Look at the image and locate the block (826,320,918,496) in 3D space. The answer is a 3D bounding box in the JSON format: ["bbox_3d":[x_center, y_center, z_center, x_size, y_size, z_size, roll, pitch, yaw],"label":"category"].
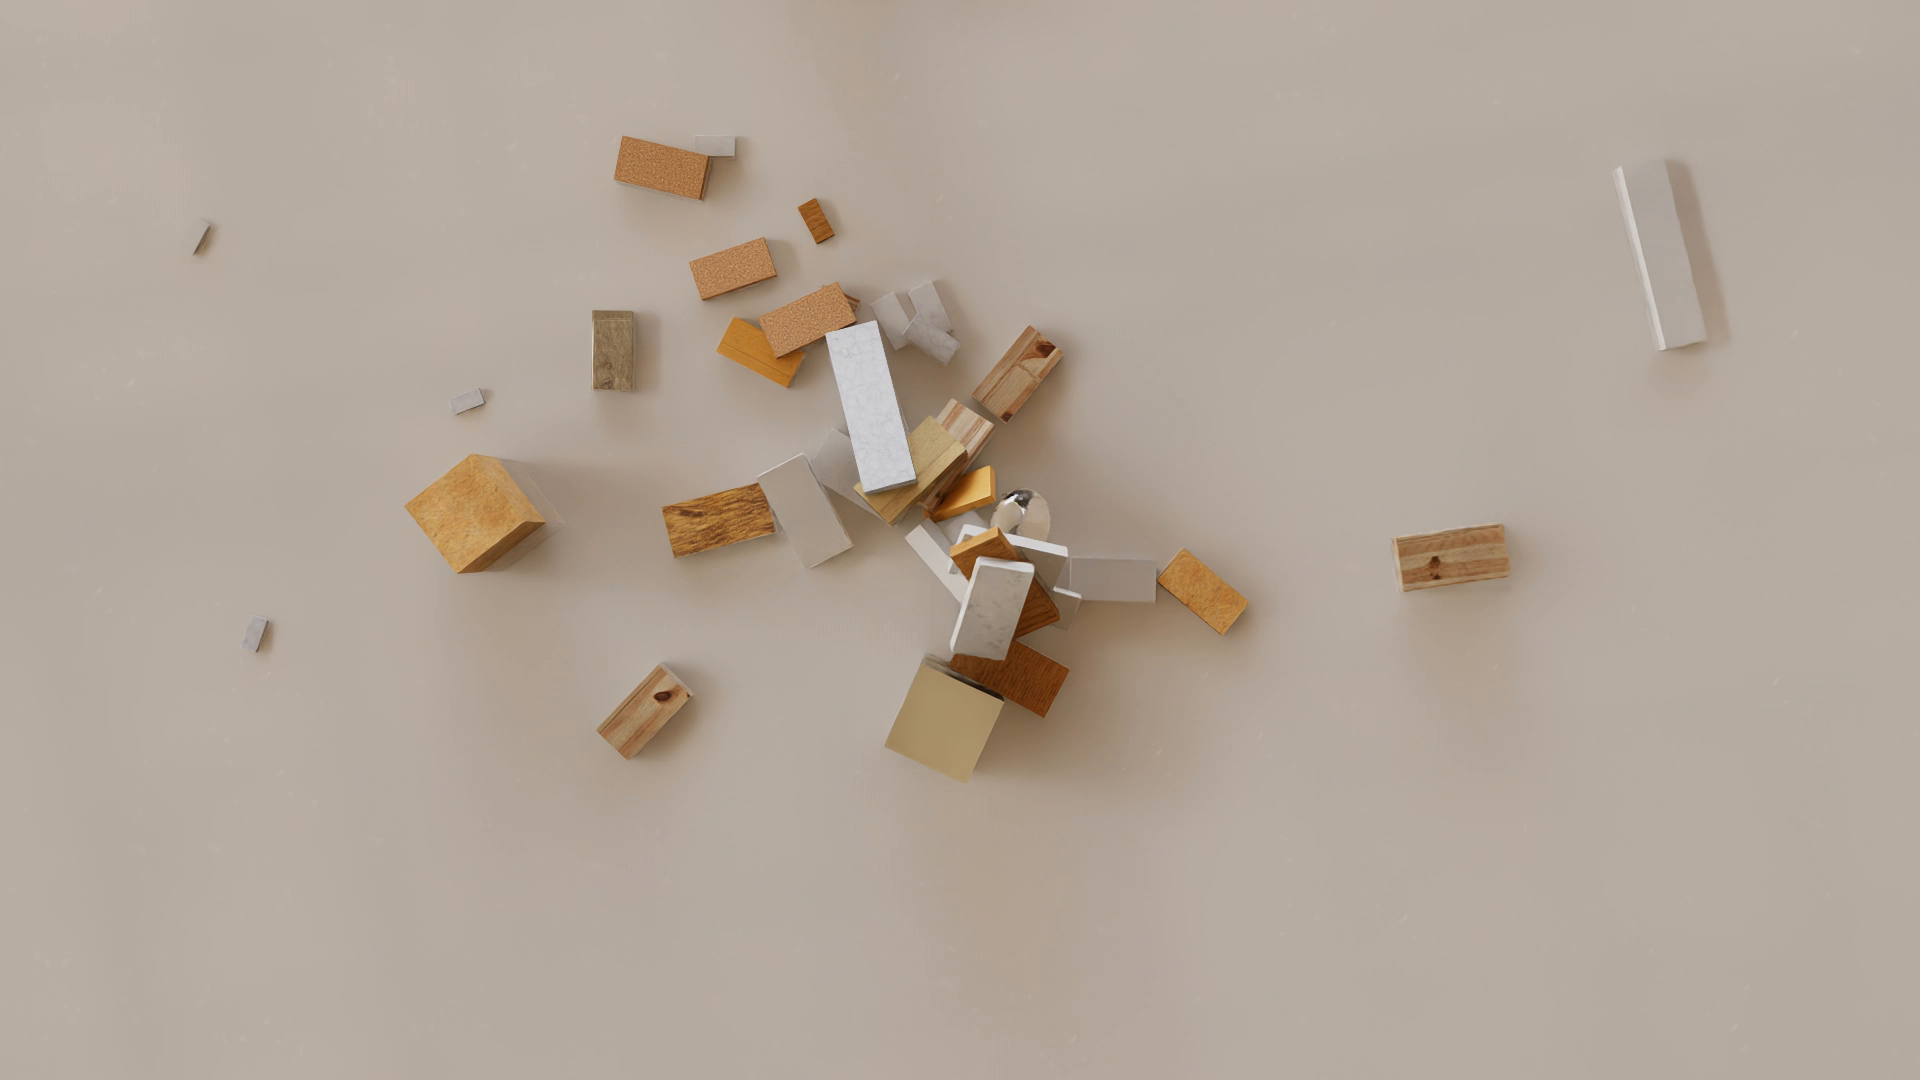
[{"bbox_3d":[-0.290,-0.432,5.370,0.174,0.049,0.559,-15,76,1],"label":"block"}]

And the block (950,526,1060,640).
[{"bbox_3d":[0.147,0.142,5.308,0.172,0.049,0.416,-25,126,18],"label":"block"}]

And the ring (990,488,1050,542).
[{"bbox_3d":[0.196,-0.039,5.393,0.088,0.265,0.265,16,90,37],"label":"ring"}]

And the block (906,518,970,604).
[{"bbox_3d":[-0.046,0.072,5.424,0.042,0.149,0.299,-40,90,-28],"label":"block"}]

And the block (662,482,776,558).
[{"bbox_3d":[-0.799,-0.067,5.476,0.344,0.049,0.172,-14,90,0],"label":"block"}]

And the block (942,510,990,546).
[{"bbox_3d":[0.030,-0.019,5.436,0.128,0.128,0.128,-39,90,0],"label":"block"}]

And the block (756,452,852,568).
[{"bbox_3d":[-0.513,-0.096,5.442,0.172,0.049,0.344,-27,99,4],"label":"block"}]

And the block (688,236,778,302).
[{"bbox_3d":[-0.754,-0.900,5.481,0.262,0.037,0.131,-19,90,0],"label":"block"}]

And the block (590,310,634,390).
[{"bbox_3d":[-1.155,-0.630,5.481,0.131,0.037,0.262,1,90,0],"label":"block"}]

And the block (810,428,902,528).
[{"bbox_3d":[-0.317,-0.206,5.475,0.350,0.050,0.175,31,90,0],"label":"block"}]

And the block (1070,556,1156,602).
[{"bbox_3d":[0.508,0.131,5.480,0.283,0.040,0.141,2,90,0],"label":"block"}]

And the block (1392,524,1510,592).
[{"bbox_3d":[1.631,0.058,5.475,0.356,0.050,0.178,-8,90,0],"label":"block"}]

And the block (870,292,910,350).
[{"bbox_3d":[-0.219,-0.727,5.488,0.087,0.025,0.175,-28,90,0],"label":"block"}]

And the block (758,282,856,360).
[{"bbox_3d":[-0.504,-0.725,5.450,0.291,0.041,0.145,-25,87,-3],"label":"block"}]

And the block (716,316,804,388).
[{"bbox_3d":[-0.662,-0.623,5.481,0.262,0.037,0.131,27,90,0],"label":"block"}]

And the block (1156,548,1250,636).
[{"bbox_3d":[0.806,0.172,5.480,0.283,0.040,0.141,40,90,0],"label":"block"}]

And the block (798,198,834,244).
[{"bbox_3d":[-0.479,-1.061,5.490,0.068,0.019,0.136,-28,90,0],"label":"block"}]

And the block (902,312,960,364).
[{"bbox_3d":[-0.094,-0.666,5.463,0.175,0.025,0.087,33,98,-12],"label":"block"}]

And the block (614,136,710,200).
[{"bbox_3d":[-0.988,-1.234,5.469,0.291,0.041,0.145,13,98,0],"label":"block"}]

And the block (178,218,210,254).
[{"bbox_3d":[-2.549,-1.012,5.492,0.056,0.016,0.112,29,90,0],"label":"block"}]

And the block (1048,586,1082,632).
[{"bbox_3d":[0.261,0.207,5.441,0.250,0.035,0.125,16,112,-8],"label":"block"}]

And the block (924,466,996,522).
[{"bbox_3d":[-0.002,-0.146,5.401,0.250,0.035,0.125,-19,49,23],"label":"block"}]

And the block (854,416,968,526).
[{"bbox_3d":[-0.160,-0.225,5.366,0.347,0.049,0.174,-44,72,-7],"label":"block"}]

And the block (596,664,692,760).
[{"bbox_3d":[-1.049,0.573,5.479,0.149,0.042,0.299,44,90,0],"label":"block"}]

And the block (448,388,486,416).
[{"bbox_3d":[-1.644,-0.461,5.492,0.112,0.016,0.056,-21,90,0],"label":"block"}]

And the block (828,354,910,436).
[{"bbox_3d":[-0.299,-0.473,5.447,0.175,0.050,0.350,-18,81,0],"label":"block"}]

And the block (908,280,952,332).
[{"bbox_3d":[-0.099,-0.763,5.488,0.087,0.025,0.175,-24,90,0],"label":"block"}]

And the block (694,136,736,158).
[{"bbox_3d":[-0.818,-1.310,5.490,0.136,0.019,0.068,0,90,0],"label":"block"}]

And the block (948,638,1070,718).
[{"bbox_3d":[0.162,0.422,5.439,0.356,0.050,0.178,28,90,0],"label":"block"}]

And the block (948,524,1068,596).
[{"bbox_3d":[0.154,0.066,5.308,0.347,0.049,0.174,13,128,-12],"label":"block"}]

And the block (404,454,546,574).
[{"bbox_3d":[-1.571,-0.084,5.364,0.273,0.273,0.273,-38,90,0],"label":"block"}]

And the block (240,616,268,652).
[{"bbox_3d":[-2.350,0.313,5.492,0.056,0.016,0.112,19,90,0],"label":"block"}]

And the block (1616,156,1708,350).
[{"bbox_3d":[2.332,-0.952,5.480,0.141,0.040,0.624,-14,90,0],"label":"block"}]

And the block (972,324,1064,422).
[{"bbox_3d":[0.192,-0.550,5.479,0.149,0.042,0.299,40,90,0],"label":"block"}]

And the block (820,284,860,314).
[{"bbox_3d":[-0.409,-0.793,5.490,0.136,0.019,0.068,23,90,0],"label":"block"}]

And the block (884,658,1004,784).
[{"bbox_3d":[-0.050,0.582,5.356,0.288,0.288,0.288,25,90,0],"label":"block"}]

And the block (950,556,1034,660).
[{"bbox_3d":[0.101,0.221,5.281,0.178,0.050,0.356,9,123,-12],"label":"block"}]

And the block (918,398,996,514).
[{"bbox_3d":[-0.057,-0.277,5.421,0.175,0.050,0.350,33,79,17],"label":"block"}]
